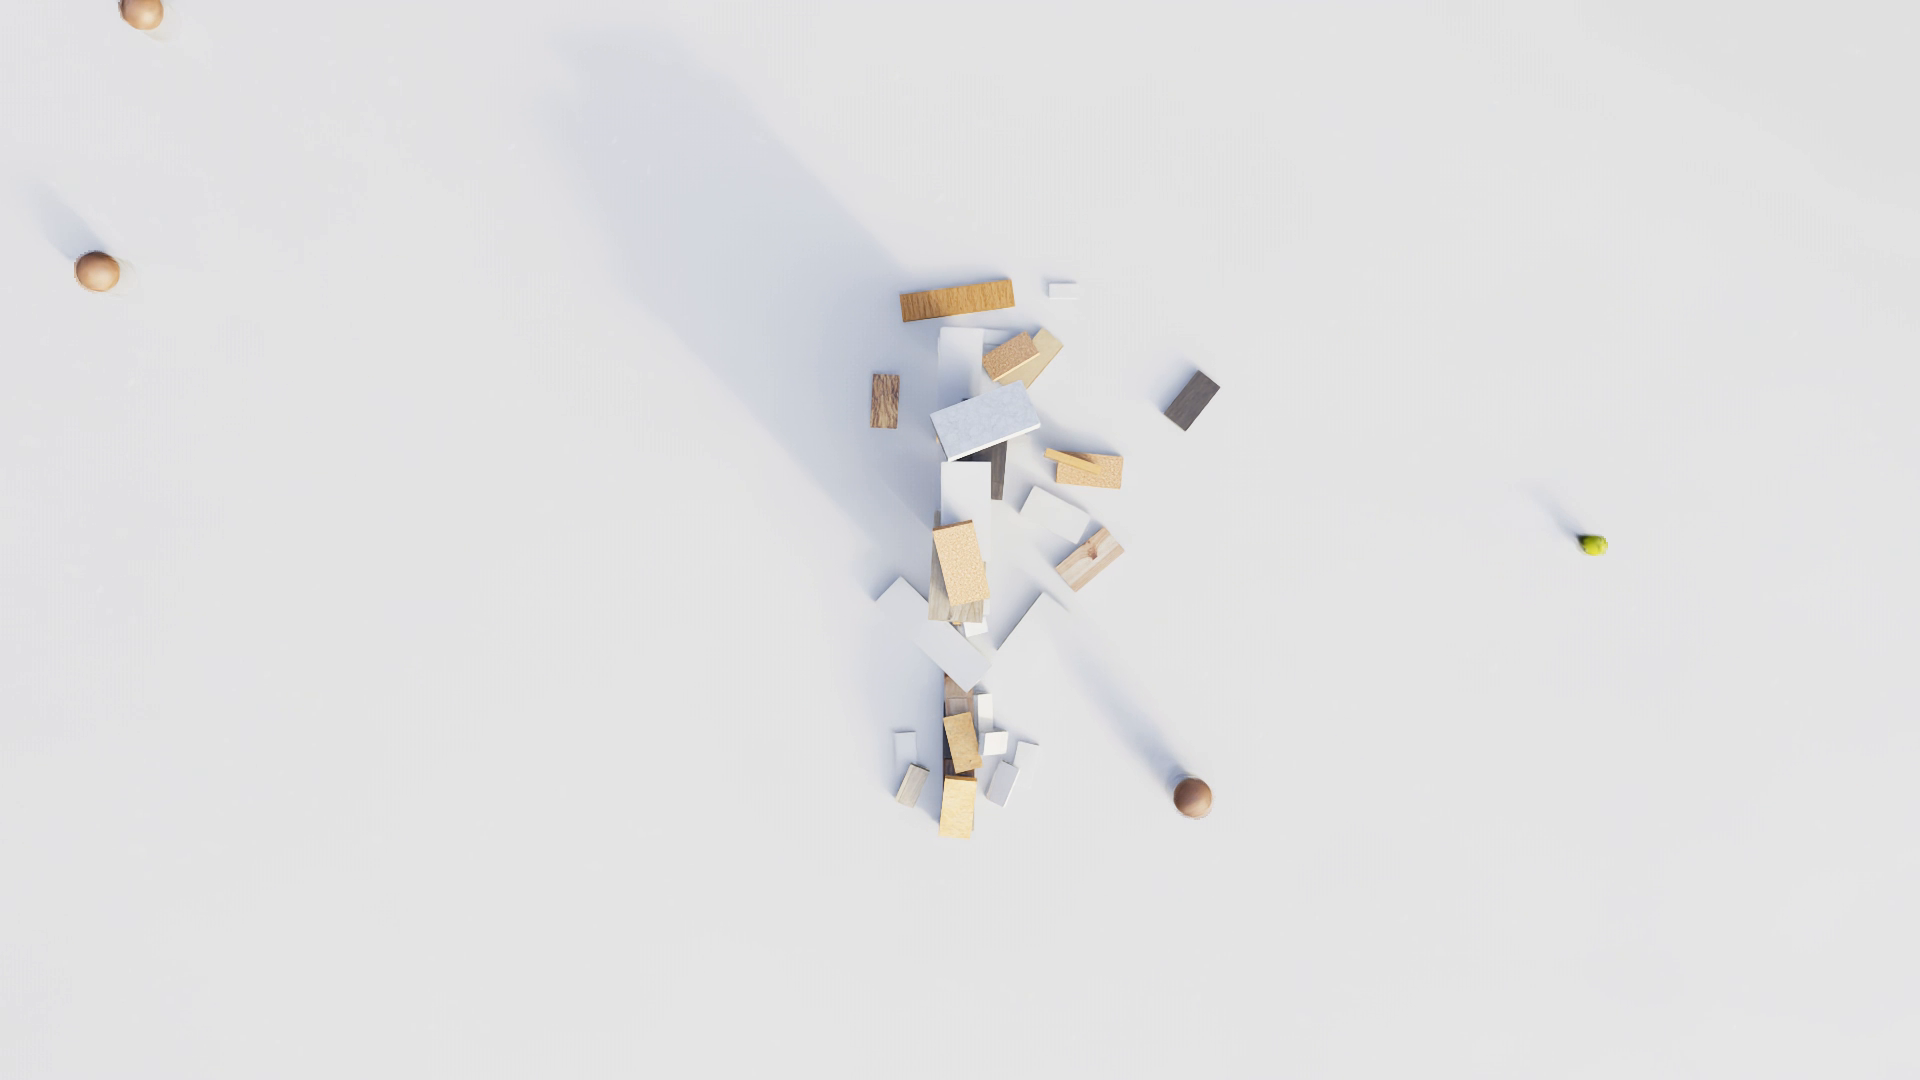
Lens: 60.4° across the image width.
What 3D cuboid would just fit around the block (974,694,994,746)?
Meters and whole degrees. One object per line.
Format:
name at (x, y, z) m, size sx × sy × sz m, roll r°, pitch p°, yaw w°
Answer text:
block at (0.078, 0.598, 5.466) m, size 0.021 × 0.073 × 0.175 m, roll -1°, pitch 90°, yaw 41°

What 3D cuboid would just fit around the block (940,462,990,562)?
block at (0.018, -0.088, 5.084) m, size 0.152 × 0.043 × 0.304 m, roll 0°, pitch 92°, yaw 0°

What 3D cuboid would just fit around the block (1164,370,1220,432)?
block at (0.771, -0.462, 5.487) m, size 0.094 × 0.027 × 0.187 m, roll 38°, pitch 90°, yaw 0°

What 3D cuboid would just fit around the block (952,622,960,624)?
block at (0.002, 0.258, 5.451) m, size 0.050 × 0.100 × 0.014 m, roll 0°, pitch 68°, yaw 0°

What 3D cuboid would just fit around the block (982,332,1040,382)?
block at (0.165, -0.608, 5.465) m, size 0.177 × 0.025 × 0.089 m, roll -31°, pitch 78°, yaw 4°

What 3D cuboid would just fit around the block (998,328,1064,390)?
block at (0.235, -0.587, 5.487) m, size 0.094 × 0.027 × 0.231 m, roll 41°, pitch 90°, yaw 0°

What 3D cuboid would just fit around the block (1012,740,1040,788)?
block at (0.214, 0.747, 5.490) m, size 0.073 × 0.021 × 0.146 m, roll 13°, pitch 90°, yaw 0°

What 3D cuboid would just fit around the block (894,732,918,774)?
block at (-0.179, 0.710, 5.490) m, size 0.069 × 0.020 × 0.138 m, roll -4°, pitch 90°, yaw 0°

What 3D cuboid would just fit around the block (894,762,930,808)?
block at (-0.159, 0.816, 5.477) m, size 0.069 × 0.020 × 0.138 m, roll 23°, pitch 99°, yaw -4°

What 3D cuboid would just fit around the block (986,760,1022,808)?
block at (0.143, 0.809, 5.476) m, size 0.069 × 0.020 × 0.138 m, roll 24°, pitch 94°, yaw 19°

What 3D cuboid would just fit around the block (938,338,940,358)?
block at (-0.005, -0.624, 5.365) m, size 0.135 × 0.270 × 0.038 m, roll 0°, pitch 90°, yaw 0°

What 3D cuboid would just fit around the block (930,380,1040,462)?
block at (0.076, -0.366, 5.067) m, size 0.304 × 0.043 × 0.152 m, roll -21°, pitch 78°, yaw -6°

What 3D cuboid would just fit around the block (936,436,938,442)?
block at (0.002, -0.344, 5.346) m, size 0.154 × 0.309 × 0.044 m, roll 0°, pitch 90°, yaw 0°

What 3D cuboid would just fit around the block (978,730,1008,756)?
block at (0.110, 0.668, 5.433) m, size 0.021 × 0.146 × 0.073 m, roll 6°, pitch 90°, yaw 32°

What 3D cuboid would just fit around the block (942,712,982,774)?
block at (0.010, 0.662, 5.404) m, size 0.092 × 0.026 × 0.185 m, roll -13°, pitch 86°, yaw -1°

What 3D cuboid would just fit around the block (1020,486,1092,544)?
block at (0.317, -0.083, 5.485) m, size 0.215 × 0.030 × 0.108 m, roll 28°, pitch 90°, yaw 0°

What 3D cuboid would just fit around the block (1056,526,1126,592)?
block at (0.431, 0.065, 5.485) m, size 0.215 × 0.030 × 0.108 m, roll -40°, pitch 90°, yaw 0°

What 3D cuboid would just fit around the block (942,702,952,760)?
block at (-0.010, 0.632, 5.452) m, size 0.092 × 0.026 × 0.184 m, roll 1°, pitch 74°, yaw 0°

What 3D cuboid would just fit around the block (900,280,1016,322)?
block at (-0.009, -0.796, 5.487) m, size 0.377 × 0.025 × 0.089 m, roll -8°, pitch 90°, yaw 0°

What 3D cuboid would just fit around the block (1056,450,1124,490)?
block at (0.431, -0.232, 5.485) m, size 0.215 × 0.030 × 0.108 m, roll 6°, pitch 90°, yaw 0°

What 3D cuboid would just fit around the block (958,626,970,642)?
block at (0.008, 0.339, 5.493) m, size 0.050 × 0.014 × 0.100 m, roll 11°, pitch 90°, yaw 0°

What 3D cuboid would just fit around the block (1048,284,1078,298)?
block at (0.344, -0.828, 5.493) m, size 0.095 × 0.014 × 0.048 m, roll 0°, pitch 90°, yaw 0°

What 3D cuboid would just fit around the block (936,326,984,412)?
block at (0.000, -0.534, 5.211) m, size 0.135 × 0.038 × 0.270 m, roll 3°, pitch 90°, yaw 0°

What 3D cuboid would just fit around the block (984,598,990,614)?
block at (0.007, 0.208, 5.330) m, size 0.170 × 0.340 × 0.048 m, roll 0°, pitch 90°, yaw 0°

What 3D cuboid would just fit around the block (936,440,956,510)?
block at (0.006, -0.249, 5.169) m, size 0.154 × 0.044 × 0.309 m, roll 2°, pitch 90°, yaw 0°

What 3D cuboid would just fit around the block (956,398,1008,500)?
block at (0.069, -0.281, 5.126) m, size 0.152 × 0.043 × 0.304 m, roll 5°, pitch 90°, yaw 0°

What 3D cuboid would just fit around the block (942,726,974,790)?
block at (-0.005, 0.720, 5.463) m, size 0.105 × 0.030 × 0.210 m, roll 0°, pitch 77°, yaw 0°

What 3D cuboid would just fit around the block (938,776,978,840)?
block at (-0.007, 0.880, 5.428) m, size 0.105 × 0.030 × 0.210 m, roll 6°, pitch 107°, yaw -2°

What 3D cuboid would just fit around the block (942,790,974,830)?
block at (-0.005, 0.860, 5.485) m, size 0.105 × 0.030 × 0.210 m, roll 0°, pitch 90°, yaw 0°

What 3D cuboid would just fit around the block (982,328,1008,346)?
block at (0.113, -0.675, 5.493) m, size 0.095 × 0.014 × 0.048 m, roll 6°, pitch 90°, yaw 0°

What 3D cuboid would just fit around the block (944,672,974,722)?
block at (-0.003, 0.510, 5.461) m, size 0.092 × 0.026 × 0.185 m, roll -2°, pitch 74°, yaw -1°

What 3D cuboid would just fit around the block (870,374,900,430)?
block at (-0.249, -0.461, 5.487) m, size 0.089 × 0.025 × 0.177 m, roll 3°, pitch 90°, yaw 0°

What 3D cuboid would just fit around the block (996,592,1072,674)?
block at (0.248, 0.309, 5.482) m, size 0.124 × 0.035 × 0.248 m, roll 38°, pitch 90°, yaw 0°

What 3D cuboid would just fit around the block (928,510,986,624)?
block at (-0.005, 0.084, 5.136) m, size 0.170 × 0.048 × 0.340 m, roll 4°, pitch 90°, yaw 0°

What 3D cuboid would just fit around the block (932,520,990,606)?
block at (0.005, 0.070, 5.052) m, size 0.124 × 0.035 × 0.248 m, roll -12°, pitch 108°, yaw 4°

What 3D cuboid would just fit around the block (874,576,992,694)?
block at (-0.087, 0.312, 5.457) m, size 0.426 × 0.035 × 0.124 m, roll 44°, pitch 88°, yaw 6°

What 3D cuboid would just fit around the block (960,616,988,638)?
block at (0.049, 0.288, 5.462) m, size 0.100 × 0.014 × 0.050 m, roll -11°, pitch 90°, yaw -41°

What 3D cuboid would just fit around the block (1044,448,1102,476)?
block at (0.369, -0.257, 5.423) m, size 0.187 × 0.094 × 0.027 m, roll 19°, pitch 90°, yaw 0°
